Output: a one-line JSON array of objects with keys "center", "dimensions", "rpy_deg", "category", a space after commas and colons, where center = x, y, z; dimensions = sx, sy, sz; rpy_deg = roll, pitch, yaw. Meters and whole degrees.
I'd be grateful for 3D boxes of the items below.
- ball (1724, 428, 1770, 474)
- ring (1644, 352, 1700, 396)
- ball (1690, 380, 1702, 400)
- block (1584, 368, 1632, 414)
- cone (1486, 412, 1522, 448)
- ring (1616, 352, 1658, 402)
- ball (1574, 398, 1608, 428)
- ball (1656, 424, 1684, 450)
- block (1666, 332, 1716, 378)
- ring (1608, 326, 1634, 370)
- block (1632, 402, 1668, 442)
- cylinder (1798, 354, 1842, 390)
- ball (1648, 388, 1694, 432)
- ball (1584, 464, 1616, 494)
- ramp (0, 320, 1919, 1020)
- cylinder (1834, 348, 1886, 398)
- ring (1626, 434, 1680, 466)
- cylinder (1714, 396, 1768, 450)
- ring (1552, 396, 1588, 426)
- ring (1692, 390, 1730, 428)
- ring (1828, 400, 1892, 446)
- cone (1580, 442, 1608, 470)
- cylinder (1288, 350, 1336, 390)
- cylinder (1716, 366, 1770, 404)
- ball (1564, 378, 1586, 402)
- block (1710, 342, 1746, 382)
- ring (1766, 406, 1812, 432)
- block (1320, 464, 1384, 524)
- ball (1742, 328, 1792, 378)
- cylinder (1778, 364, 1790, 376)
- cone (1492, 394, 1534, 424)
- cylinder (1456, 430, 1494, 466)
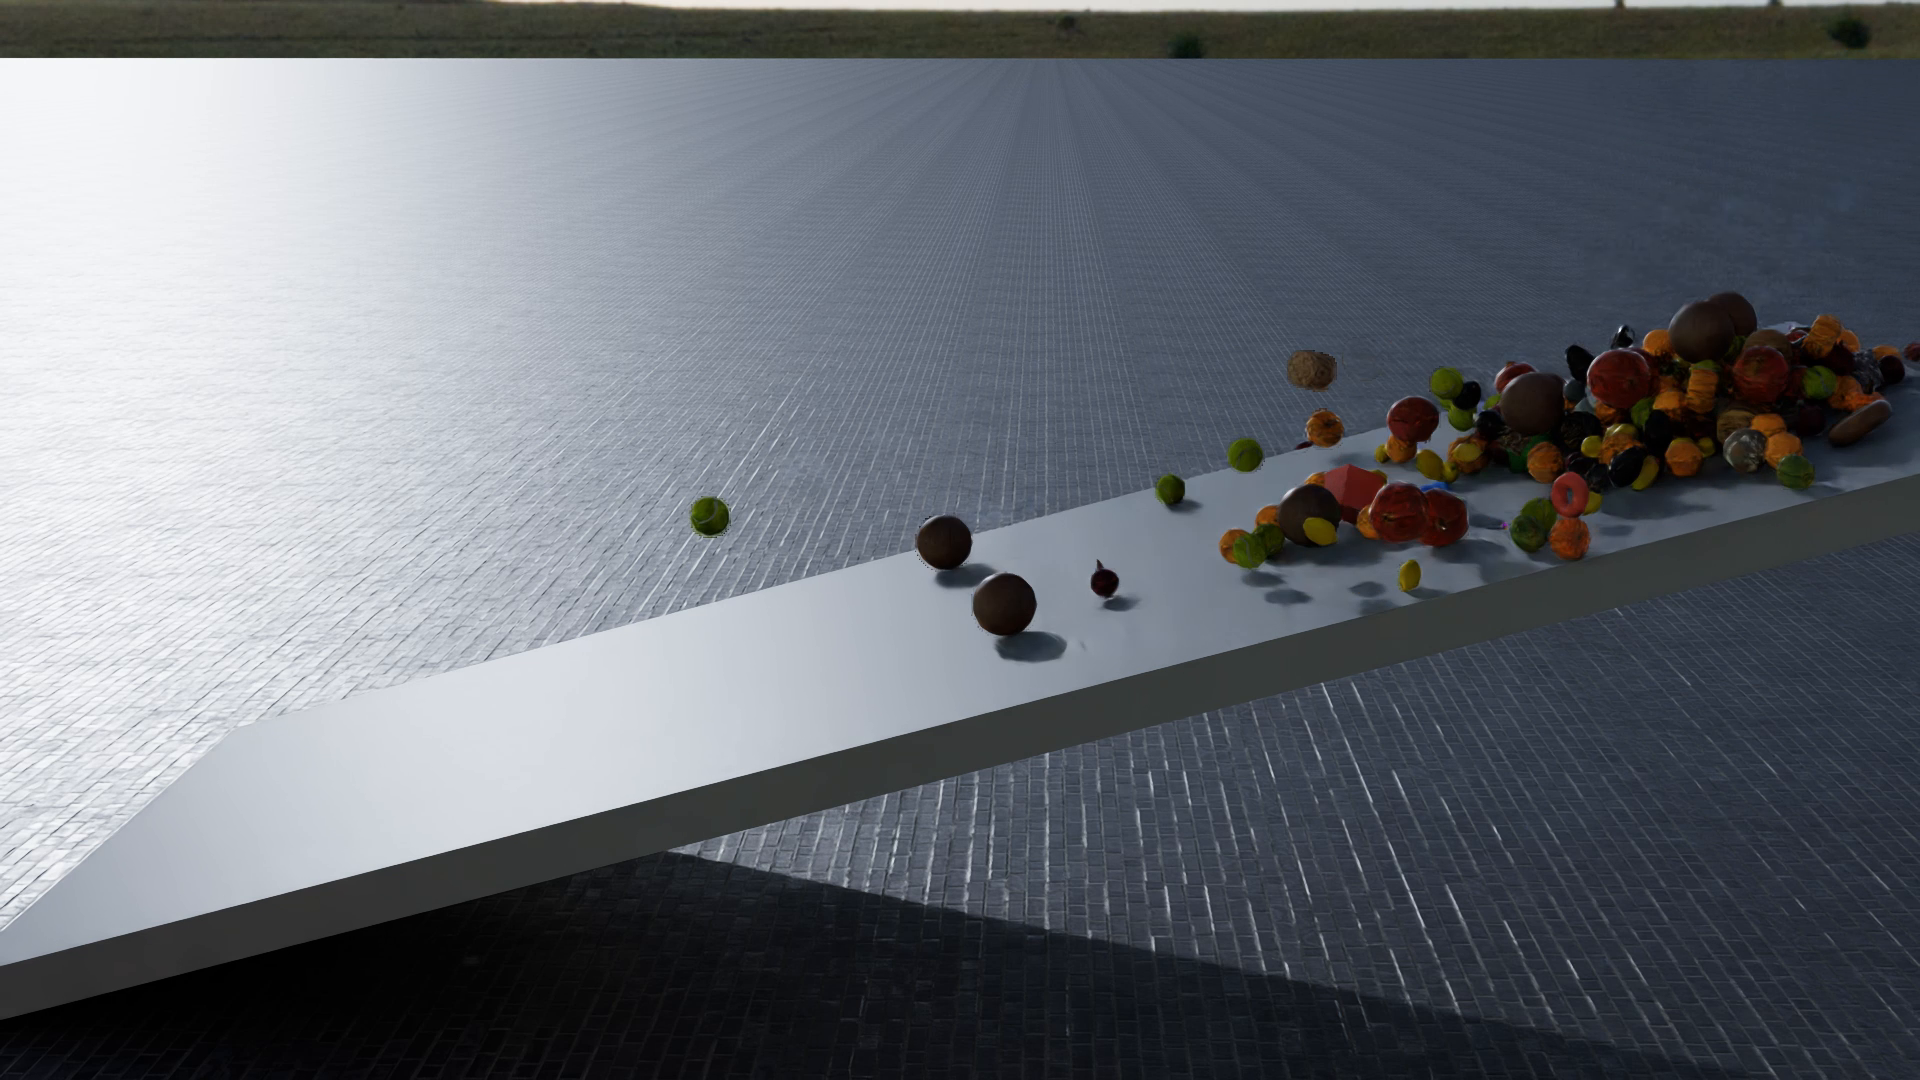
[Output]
[{"center": [1.494, -0.169, 5.586], "dimensions": [0.086, 0.086, 0.086], "rpy_deg": [0, 10, 0], "category": "ball"}, {"center": [1.504, -0.348, 6.212], "dimensions": [0.126, 0.042, 0.126], "rpy_deg": [13, 43, -12], "category": "ring"}, {"center": [1.596, -0.337, 6.466], "dimensions": [0.072, 0.072, 0.072], "rpy_deg": [0, 10, 0], "category": "ball"}, {"center": [1.346, -0.307, 6.105], "dimensions": [0.061, 0.061, 0.061], "rpy_deg": [11, 44, -24], "category": "block"}, {"center": [1.225, -0.234, 6.570], "dimensions": [0.081, 0.081, 0.081], "rpy_deg": [4, -11, 23], "category": "cone"}, {"center": [1.462, -0.346, 6.305], "dimensions": [0.043, 0.130, 0.130], "rpy_deg": [-33, 24, -24], "category": "ring"}, {"center": [1.318, -0.264, 6.145], "dimensions": [0.070, 0.070, 0.070], "rpy_deg": [0, 10, 0], "category": "ball"}, {"center": [1.448, -0.209, 5.996], "dimensions": [0.054, 0.054, 0.054], "rpy_deg": [0, 10, 0], "category": "ball"}, {"center": [1.677, -0.422, 6.750], "dimensions": [0.081, 0.081, 0.081], "rpy_deg": [-19, 23, -36], "category": "block"}, {"center": [1.490, -0.433, 6.637], "dimensions": [0.036, 0.109, 0.109], "rpy_deg": [19, 12, 5], "category": "ring"}, {"center": [1.423, -0.243, 6.066], "dimensions": [0.066, 0.066, 0.066], "rpy_deg": [-1, 21, 8], "category": "block"}, {"center": [1.816, -0.354, 6.208], "dimensions": [0.072, 0.072, 0.072], "rpy_deg": [-1, 8, -8], "category": "cylinder"}, {"center": [1.483, -0.266, 6.140], "dimensions": [0.100, 0.100, 0.100], "rpy_deg": [0, 10, 0], "category": "ball"}, {"center": [1.254, -0.120, 5.759], "dimensions": [0.062, 0.062, 0.062], "rpy_deg": [0, 10, 0], "category": "ball"}, {"center": [0.080, 0.191, 6.330], "dimensions": [4.000, 0.100, 2.000], "rpy_deg": [-15, 9, 4], "category": "ramp"}, {"center": [1.847, -0.344, 6.037], "dimensions": [0.078, 0.078, 0.078], "rpy_deg": [-22, 1, 0], "category": "cylinder"}, {"center": [1.397, -0.182, 5.937], "dimensions": [0.115, 0.038, 0.115], "rpy_deg": [-22, -2, -1], "category": "ring"}, {"center": [1.549, -0.228, 5.834], "dimensions": [0.087, 0.087, 0.087], "rpy_deg": [6, 33, 30], "category": "cylinder"}, {"center": [1.313, -0.280, 6.290], "dimensions": [0.105, 0.035, 0.105], "rpy_deg": [-38, 1, 1], "category": "ring"}, {"center": [1.541, -0.254, 5.948], "dimensions": [0.136, 0.045, 0.136], "rpy_deg": [33, -2, 1], "category": "ring"}, {"center": [1.715, -0.223, 5.606], "dimensions": [0.131, 0.044, 0.131], "rpy_deg": [-31, -4, -2], "category": "ring"}, {"center": [1.315, -0.165, 6.038], "dimensions": [0.059, 0.059, 0.059], "rpy_deg": [12, -1, -42], "category": "cone"}, {"center": [0.730, -0.353, 6.102], "dimensions": [0.071, 0.071, 0.071], "rpy_deg": [8, -1, 38], "category": "cylinder"}, {"center": [1.621, -0.312, 6.094], "dimensions": [0.077, 0.077, 0.077], "rpy_deg": [23, -1, -25], "category": "cylinder"}, {"center": [1.293, -0.313, 6.172], "dimensions": [0.050, 0.050, 0.050], "rpy_deg": [0, 10, 0], "category": "ball"}, {"center": [1.727, -0.394, 6.588], "dimensions": [0.072, 0.072, 0.072], "rpy_deg": [-14, 9, 9], "category": "block"}, {"center": [1.664, -0.243, 5.915], "dimensions": [0.098, 0.033, 0.098], "rpy_deg": [-14, 12, 3], "category": "ring"}, {"center": [0.811, -0.094, 6.089], "dimensions": [0.088, 0.088, 0.088], "rpy_deg": [19, -18, -21], "category": "block"}, {"center": [1.632, -0.378, 5.948], "dimensions": [0.100, 0.100, 0.100], "rpy_deg": [0, 10, 0], "category": "ball"}, {"center": [1.805, -0.393, 6.497], "dimensions": [0.058, 0.058, 0.058], "rpy_deg": [3, 12, 15], "category": "cylinder"}, {"center": [1.247, -0.268, 6.597], "dimensions": [0.095, 0.095, 0.095], "rpy_deg": [0, 19, 3], "category": "cone"}, {"center": [1.126, -0.199, 6.442], "dimensions": [0.062, 0.062, 0.062], "rpy_deg": [-25, 11, -1], "category": "cylinder"}]
